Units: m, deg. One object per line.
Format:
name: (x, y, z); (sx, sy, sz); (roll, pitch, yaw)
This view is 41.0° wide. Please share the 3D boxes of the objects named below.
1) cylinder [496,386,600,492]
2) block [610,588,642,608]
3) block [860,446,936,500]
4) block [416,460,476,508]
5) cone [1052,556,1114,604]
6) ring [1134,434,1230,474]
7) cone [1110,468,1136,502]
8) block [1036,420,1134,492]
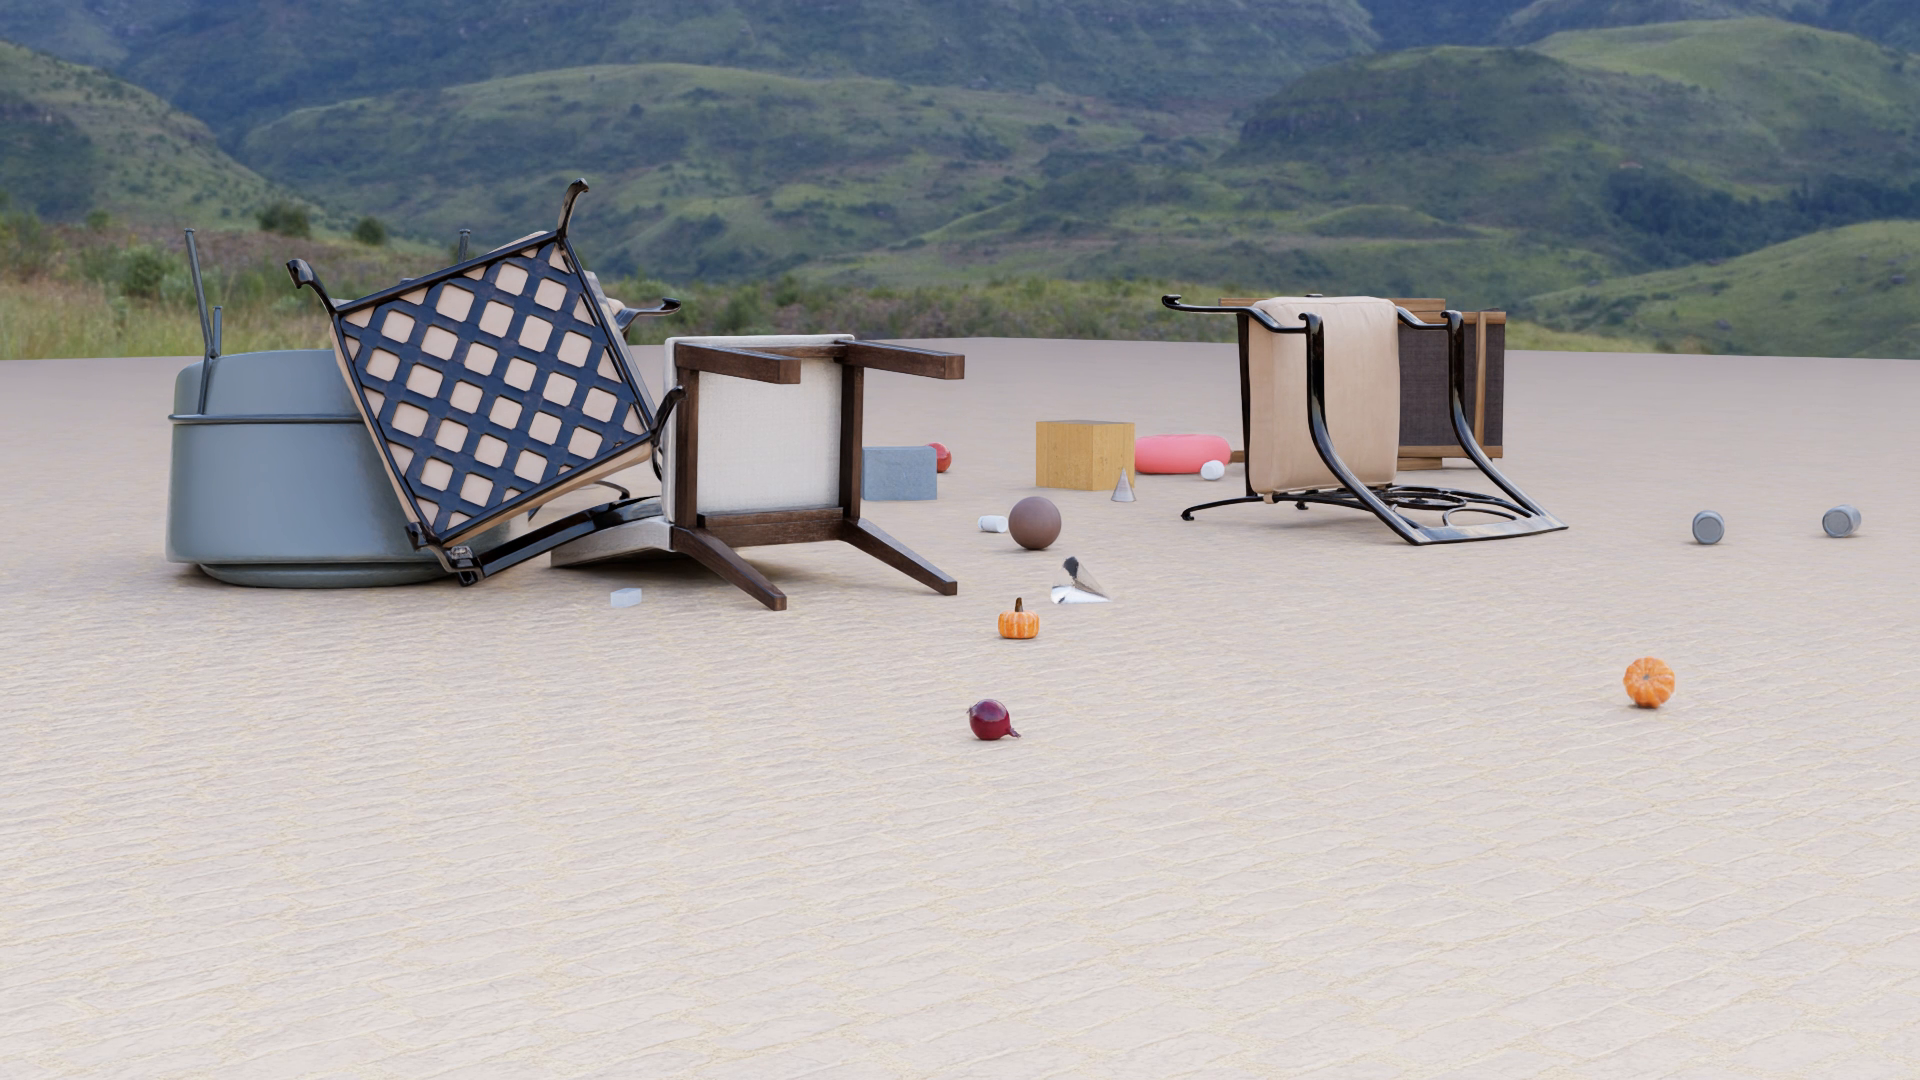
cylinder: (-1.279, -0.318, 7.976); (0.314, 0.312, 0.273); (-2, 6, -22)
block: (-0.670, 0.116, 5.153); (0.033, 0.028, 0.078); (2, 6, 16)
block: (-0.184, -0.198, 7.613); (0.213, 0.149, 0.146); (-1, 6, -8)
block: (-1.483, -0.163, 7.407); (0.157, 0.121, 0.202); (-1, 6, -14)
cone: (0.262, 0.102, 5.191); (0.115, 0.101, 0.113); (23, 0, -17)
ring: (0.739, -0.288, 8.612); (0.400, 0.123, 0.211); (-3, 7, -33)
cone: (0.482, -0.167, 7.551); (0.076, 0.098, 0.169); (0, 6, 0)
block: (0.391, -0.266, 8.012); (0.179, 0.202, 0.258); (-5, 8, -41)
